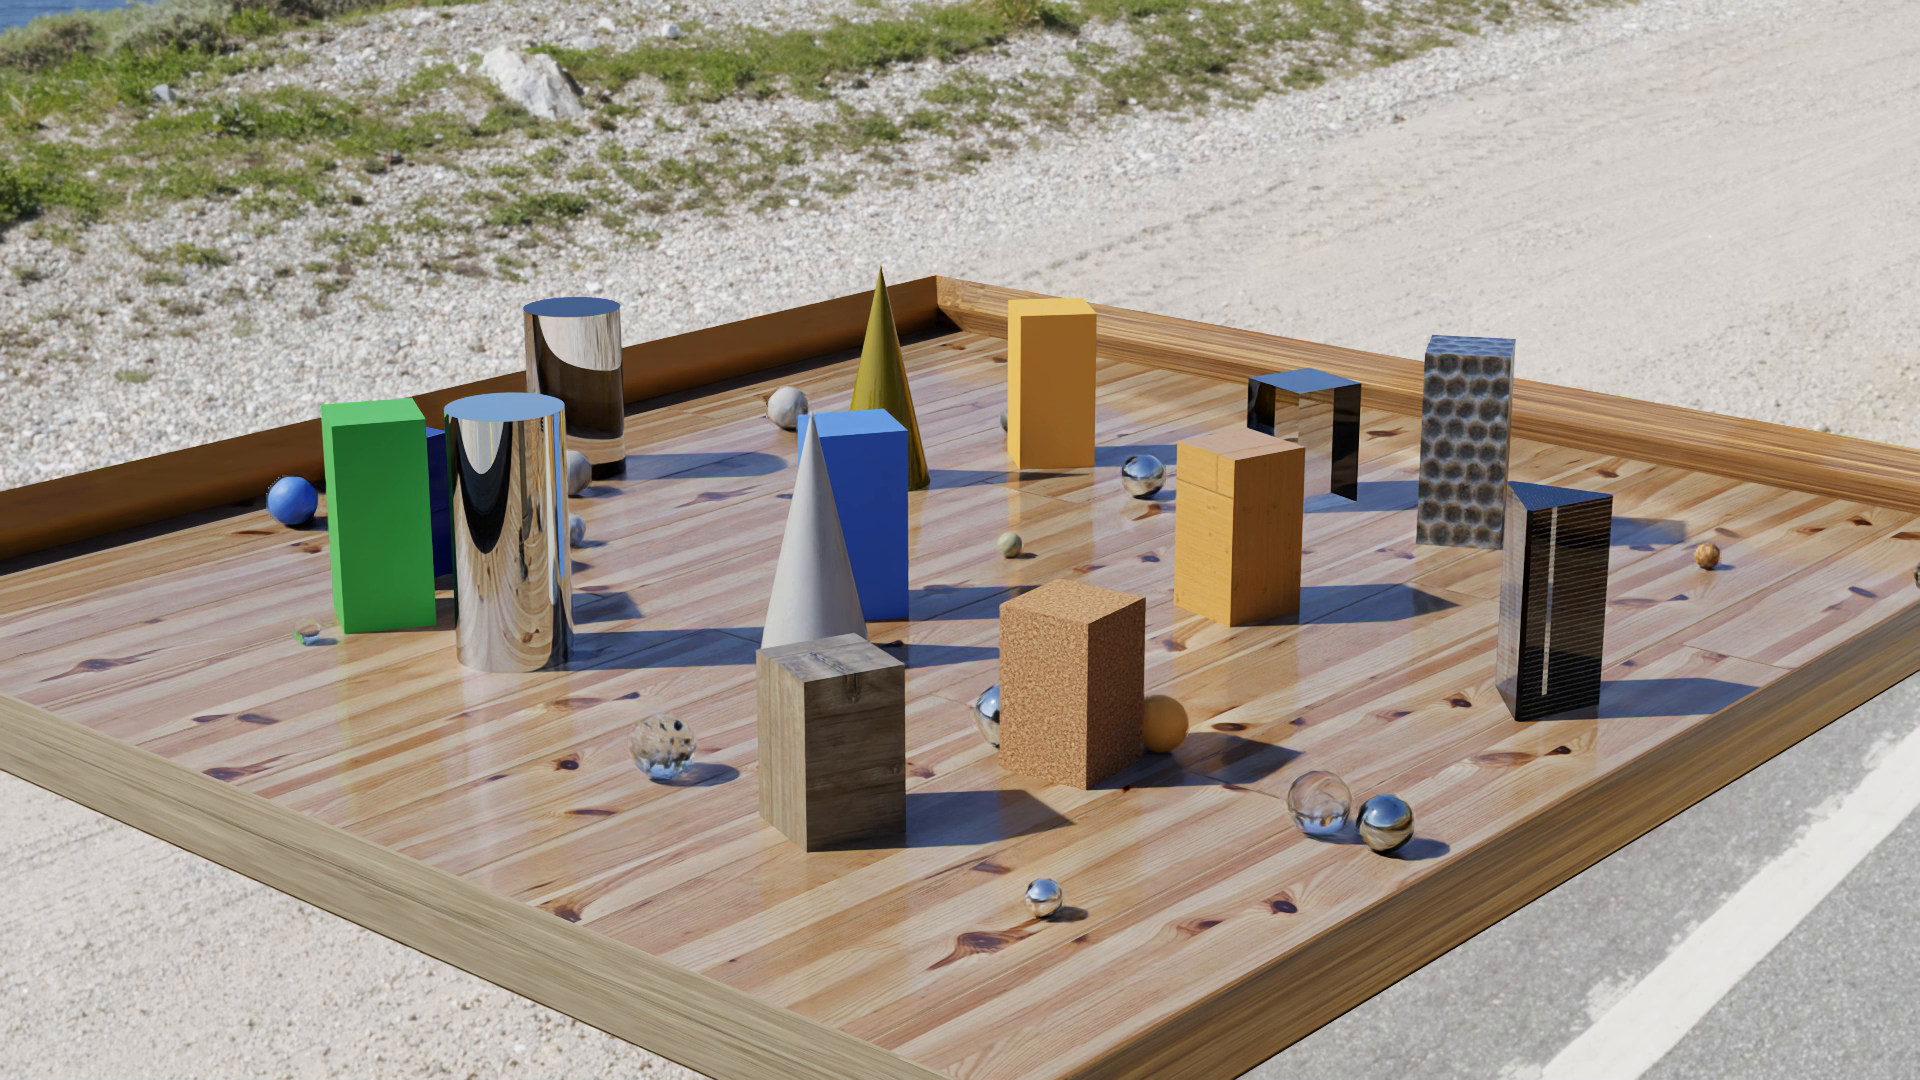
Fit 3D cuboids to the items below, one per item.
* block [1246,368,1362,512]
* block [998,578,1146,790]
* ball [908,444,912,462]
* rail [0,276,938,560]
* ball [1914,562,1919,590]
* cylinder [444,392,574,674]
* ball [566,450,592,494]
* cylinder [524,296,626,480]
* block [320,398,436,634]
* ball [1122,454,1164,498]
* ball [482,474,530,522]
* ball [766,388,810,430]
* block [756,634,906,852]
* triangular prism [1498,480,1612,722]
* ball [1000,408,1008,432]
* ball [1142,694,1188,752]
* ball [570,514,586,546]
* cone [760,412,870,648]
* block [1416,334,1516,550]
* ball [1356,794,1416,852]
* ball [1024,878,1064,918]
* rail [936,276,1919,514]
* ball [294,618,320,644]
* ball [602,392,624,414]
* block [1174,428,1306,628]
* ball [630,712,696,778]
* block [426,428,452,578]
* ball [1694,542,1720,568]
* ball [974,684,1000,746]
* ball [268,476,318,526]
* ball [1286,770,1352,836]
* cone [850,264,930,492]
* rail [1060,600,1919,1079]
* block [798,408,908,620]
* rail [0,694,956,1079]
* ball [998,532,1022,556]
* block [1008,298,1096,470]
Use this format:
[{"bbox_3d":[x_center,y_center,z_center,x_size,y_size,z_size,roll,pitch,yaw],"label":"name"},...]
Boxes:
[{"bbox_3d":[0.663,-0.194,5.677,0.154,0.236,0.154,-11,20,-32],"label":"block"},{"bbox_3d":[0.165,0.210,4.308,0.154,0.254,0.154,12,20,34],"label":"block"},{"bbox_3d":[-0.120,-0.176,5.943,0.049,0.049,0.049,0,17,0],"label":"ball"},{"bbox_3d":[-1.072,-0.238,6.011,0.045,0.125,3.147,14,22,39],"label":"rail"},{"bbox_3d":[1.702,0.062,5.096,0.081,0.081,0.081,0,17,0],"label":"ball"},{"bbox_3d":[-0.730,-0.013,4.761,0.192,0.419,0.192,0,17,0],"label":"cylinder"},{"bbox_3d":[-0.763,-0.133,5.730,0.089,0.089,0.089,0,17,0],"label":"ball"},{"bbox_3d":[-0.771,-0.303,5.869,0.192,0.334,0.192,0,17,0],"label":"cylinder"},{"bbox_3d":[-0.983,-0.042,4.960,0.154,0.360,0.154,-5,18,-18],"label":"block"},{"bbox_3d":[0.357,-0.126,5.713,0.085,0.085,0.085,0,17,0],"label":"ball"},{"bbox_3d":[-0.858,-0.079,5.548,0.091,0.091,0.091,0,17,0],"label":"ball"},{"bbox_3d":[-0.364,-0.279,6.212,0.090,0.090,0.090,0,17,0],"label":"ball"},{"bbox_3d":[-0.180,0.280,4.087,0.154,0.248,0.154,-9,19,-27],"label":"block"},{"bbox_3d":[0.894,0.088,4.567,0.166,0.339,0.144,-10,19,-29],"label":"triangular prism"},{"bbox_3d":[0.113,-0.252,6.177,0.058,0.058,0.058,0,17,0],"label":"ball"},{"bbox_3d":[0.298,0.274,4.385,0.086,0.086,0.086,0,17,0],"label":"ball"},{"bbox_3d":[-0.720,-0.020,5.405,0.060,0.060,0.060,0,17,0],"label":"ball"},{"bbox_3d":[-0.236,-0.008,4.734,0.192,0.424,0.192,0,17,0],"label":"cone"},{"bbox_3d":[0.935,-0.182,5.419,0.154,0.362,0.154,4,17,13],"label":"block"},{"bbox_3d":[0.584,0.388,4.020,0.080,0.080,0.080,0,17,0],"label":"ball"},{"bbox_3d":[0.109,0.465,3.814,0.051,0.051,0.051,0,17,0],"label":"ball"},{"bbox_3d":[1.016,-0.307,6.241,2.887,0.125,0.045,14,22,39],"label":"rail"},{"bbox_3d":[-1.085,0.151,4.870,0.043,0.043,0.043,0,17,0],"label":"ball"},{"bbox_3d":[-0.750,-0.296,6.337,0.050,0.050,0.050,0,17,0],"label":"ball"},{"bbox_3d":[0.477,-0.023,5.014,0.154,0.292,0.154,-11,20,-32],"label":"block"},{"bbox_3d":[-0.434,0.301,4.282,0.096,0.096,0.096,0,17,0],"label":"ball"},{"bbox_3d":[-1.012,-0.063,5.206,0.154,0.258,0.154,12,21,35],"label":"block"},{"bbox_3d":[1.344,0.028,5.272,0.045,0.045,0.045,0,17,0],"label":"ball"},{"bbox_3d":[0.070,0.262,4.409,0.096,0.096,0.096,0,17,0],"label":"ball"},{"bbox_3d":[-1.257,-0.074,5.528,0.093,0.093,0.093,0,17,0],"label":"ball"},{"bbox_3d":[0.500,0.365,4.075,0.091,0.091,0.091,0,17,0],"label":"ball"},{"bbox_3d":[-0.154,-0.328,5.770,0.192,0.439,0.192,0,17,0],"label":"cone"},{"bbox_3d":[1.072,0.300,4.229,0.045,0.125,3.147,14,22,39],"label":"rail"},{"bbox_3d":[-0.183,-0.041,5.011,0.154,0.329,0.154,-5,17,-16],"label":"block"},{"bbox_3d":[-1.016,0.369,4.000,2.887,0.125,0.045,14,22,39],"label":"rail"},{"bbox_3d":[0.091,0.008,5.338,0.045,0.045,0.045,0,17,0],"label":"ball"},{"bbox_3d":[0.185,-0.319,5.952,0.154,0.316,0.154,-2,17,-8],"label":"block"}]
